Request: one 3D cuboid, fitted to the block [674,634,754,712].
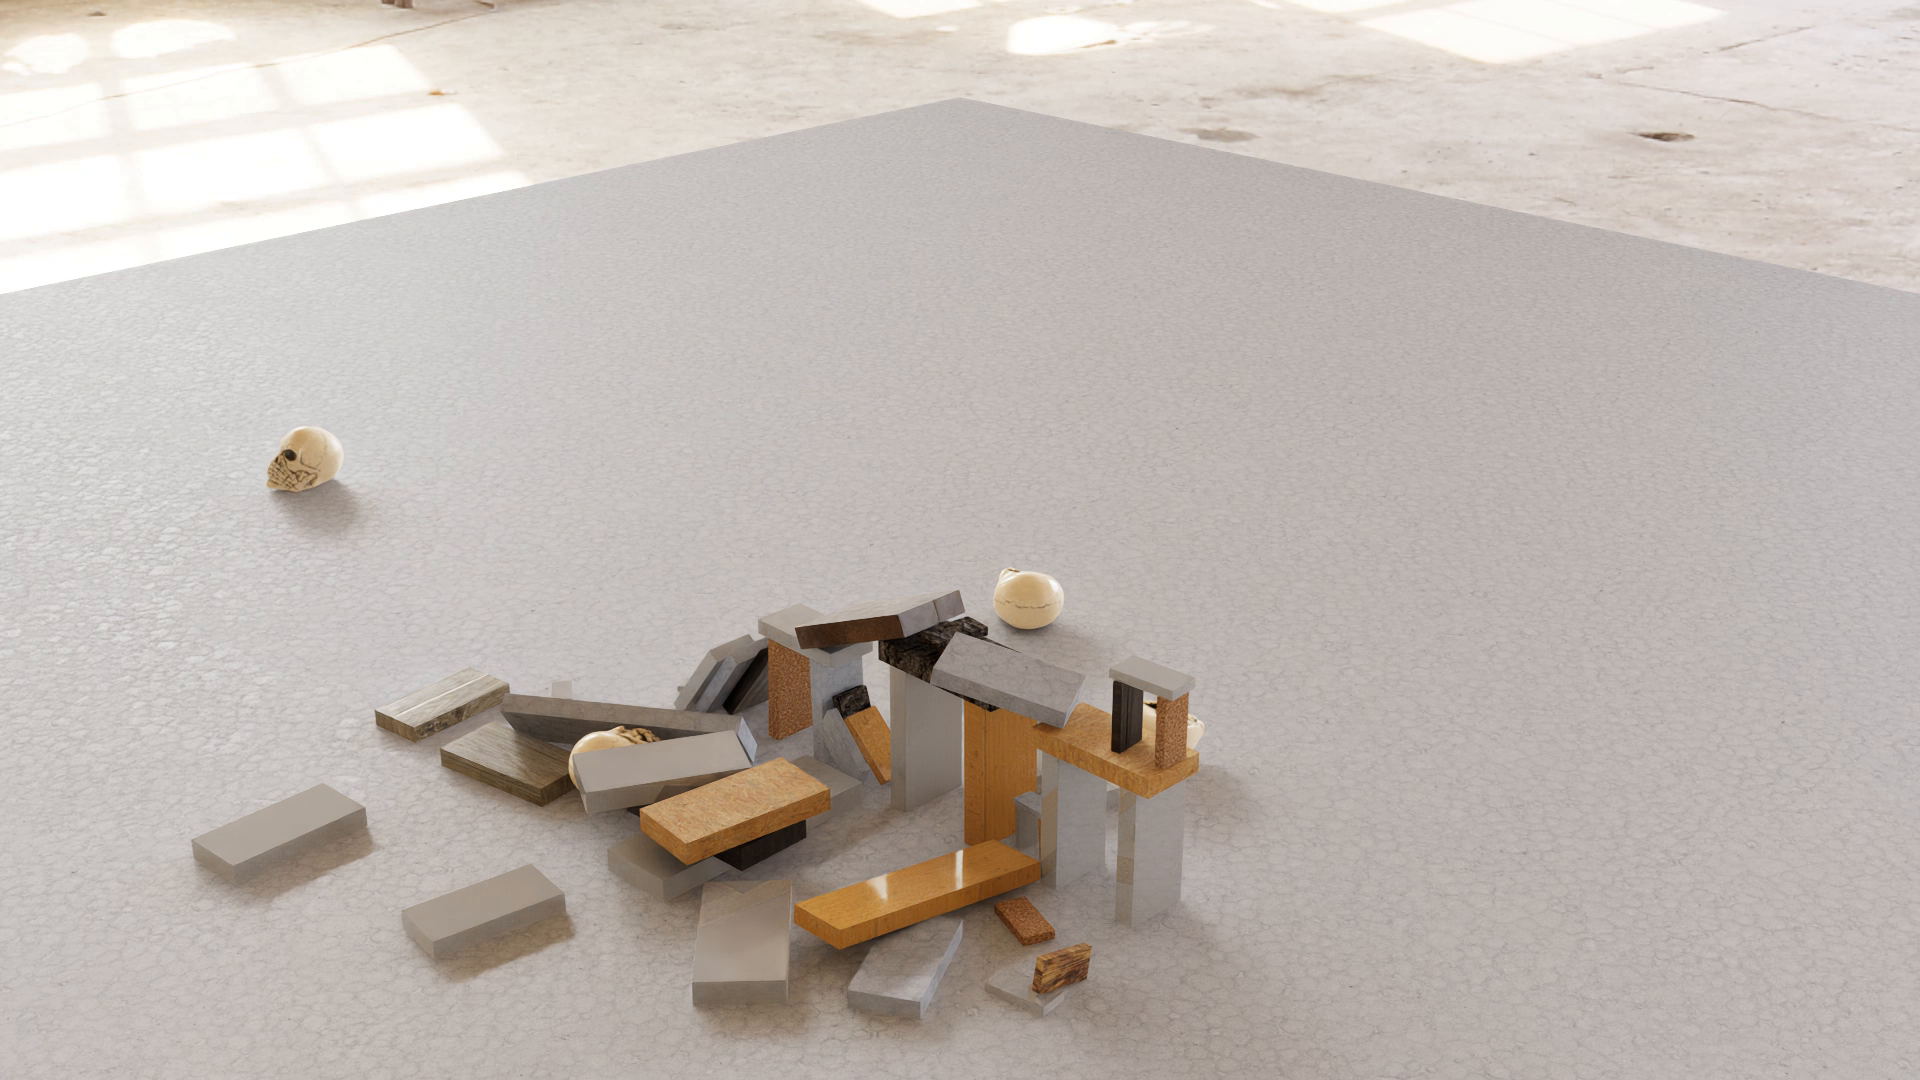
[{"bbox_3d":[-0.537,0.295,4.812,0.112,0.225,0.032,-23,70,-41],"label":"block"}]

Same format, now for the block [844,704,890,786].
[{"bbox_3d":[-0.171,0.428,4.595,0.078,0.022,0.157,-21,73,-40],"label":"block"}]

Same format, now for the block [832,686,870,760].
[{"bbox_3d":[-0.217,0.393,4.635,0.078,0.157,0.022,-21,14,-40],"label":"block"}]

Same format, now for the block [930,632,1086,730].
[{"bbox_3d":[0.092,0.264,4.165,0.266,0.038,0.133,18,34,11],"label":"block"}]

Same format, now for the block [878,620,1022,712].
[{"bbox_3d":[0.005,0.240,4.323,0.159,0.045,0.318,-21,31,-40],"label":"block"}]

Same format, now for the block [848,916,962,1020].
[{"bbox_3d":[-0.096,0.756,3.930,0.133,0.038,0.266,6,24,15],"label":"block"}]

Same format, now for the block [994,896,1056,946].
[{"bbox_3d":[0.119,0.706,4.074,0.063,0.018,0.127,-10,25,-22],"label":"block"}]

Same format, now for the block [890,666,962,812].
[{"bbox_3d":[-0.068,0.378,4.462,0.159,0.318,0.045,-21,31,-41],"label":"block"}]

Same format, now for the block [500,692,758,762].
[{"bbox_3d":[-0.698,0.397,4.643,0.521,0.149,0.042,5,63,11],"label":"block"}]

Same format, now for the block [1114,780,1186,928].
[{"bbox_3d":[0.353,0.562,4.070,0.040,0.285,0.143,21,31,40],"label":"block"}]

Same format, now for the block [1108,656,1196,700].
[{"bbox_3d":[0.346,0.248,3.955,0.141,0.020,0.071,19,29,37],"label":"block"}]

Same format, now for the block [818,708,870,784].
[{"bbox_3d":[-0.240,0.434,4.546,0.022,0.078,0.157,-14,60,-30],"label":"block"}]

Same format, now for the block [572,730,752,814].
[{"bbox_3d":[-0.593,0.459,4.374,0.329,0.047,0.164,-7,24,-17],"label":"block"}]

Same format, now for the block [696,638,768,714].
[{"bbox_3d":[-0.489,0.297,4.802,0.113,0.225,0.032,-23,70,-39],"label":"block"}]

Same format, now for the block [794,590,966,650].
[{"bbox_3d":[-0.165,0.162,4.463,0.169,0.048,0.338,-21,8,-41],"label":"block"}]

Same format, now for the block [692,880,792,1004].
[{"bbox_3d":[-0.392,0.726,3.990,0.164,0.047,0.329,-1,23,-2],"label":"block"}]

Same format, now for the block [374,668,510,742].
[{"bbox_3d":[-1.141,0.362,4.858,0.133,0.038,0.266,17,28,35],"label":"block"}]

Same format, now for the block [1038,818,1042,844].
[{"bbox_3d":[0.174,0.576,4.283,0.013,0.093,0.046,16,28,42],"label":"block"}]

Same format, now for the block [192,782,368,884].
[{"bbox_3d":[-1.342,0.577,4.346,0.149,0.042,0.298,19,29,37],"label":"block"}]

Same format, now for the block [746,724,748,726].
[{"bbox_3d":[-0.513,0.403,4.794,0.090,0.013,0.045,14,27,29],"label":"block"}]

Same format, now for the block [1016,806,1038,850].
[{"bbox_3d":[0.131,0.560,4.323,0.046,0.093,0.013,-15,27,-32],"label":"block"}]

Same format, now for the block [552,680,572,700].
[{"bbox_3d":[-0.894,0.343,4.937,0.045,0.013,0.090,-4,23,-8],"label":"block"}]

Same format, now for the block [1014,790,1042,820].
[{"bbox_3d":[0.151,0.518,4.284,0.046,0.013,0.093,-18,28,-35],"label":"block"}]

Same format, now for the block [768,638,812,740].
[{"bbox_3d":[-0.358,0.304,4.742,0.033,0.235,0.117,23,32,38],"label":"block"}]

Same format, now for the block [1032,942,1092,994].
[{"bbox_3d":[0.180,0.753,3.870,0.018,0.063,0.127,19,17,41],"label":"block"}]

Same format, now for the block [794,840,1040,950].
[{"bbox_3d":[-0.074,0.654,4.091,0.486,0.038,0.133,-12,21,-40],"label":"block"}]

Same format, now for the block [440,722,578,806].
[{"bbox_3d":[-0.929,0.467,4.606,0.298,0.042,0.149,16,28,33],"label":"block"}]

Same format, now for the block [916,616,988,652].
[{"bbox_3d":[-0.015,0.185,4.326,0.129,0.018,0.064,-16,28,-34],"label":"block"}]

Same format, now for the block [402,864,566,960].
[{"bbox_3d":[-0.885,0.689,4.089,0.266,0.038,0.133,-17,28,-34],"label":"block"}]

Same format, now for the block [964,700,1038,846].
[{"bbox_3d":[0.081,0.436,4.325,0.159,0.318,0.045,-21,31,-41],"label":"block"}]

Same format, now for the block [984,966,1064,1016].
[{"bbox_3d":[0.113,0.793,3.868,0.127,0.018,0.063,16,28,34],"label":"block"}]

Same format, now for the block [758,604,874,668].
[{"bbox_3d":[-0.306,0.201,4.641,0.117,0.033,0.235,-21,31,-40],"label":"block"}]

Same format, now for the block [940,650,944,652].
[{"bbox_3d":[0.020,0.219,4.292,0.064,0.018,0.129,-20,30,-38],"label":"block"}]

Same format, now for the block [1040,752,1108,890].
[{"bbox_3d":[0.218,0.511,4.191,0.040,0.285,0.143,21,31,40],"label":"block"}]

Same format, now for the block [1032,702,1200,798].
[{"bbox_3d":[0.285,0.387,4.067,0.285,0.040,0.143,21,31,40],"label":"block"}]

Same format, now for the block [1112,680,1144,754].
[{"bbox_3d":[0.306,0.312,4.011,0.020,0.141,0.071,17,29,35],"label":"block"}]

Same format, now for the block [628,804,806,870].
[{"bbox_3d":[-0.480,0.536,4.314,0.338,0.048,0.169,20,30,38],"label":"block"}]

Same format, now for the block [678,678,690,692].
[{"bbox_3d":[-0.587,0.332,4.961,0.090,0.013,0.045,8,24,18],"label":"block"}]

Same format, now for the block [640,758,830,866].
[{"bbox_3d":[-0.431,0.518,4.234,0.329,0.047,0.164,-17,29,-35],"label":"block"}]

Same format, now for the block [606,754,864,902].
[{"bbox_3d":[-0.439,0.566,4.366,0.169,0.048,0.521,20,30,39],"label":"block"}]

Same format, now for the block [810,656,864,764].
[{"bbox_3d":[-0.258,0.345,4.647,0.117,0.235,0.033,-21,29,-40],"label":"block"}]

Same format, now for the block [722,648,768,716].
[{"bbox_3d":[-0.428,0.296,4.808,0.112,0.225,0.032,-22,69,-42],"label":"block"}]

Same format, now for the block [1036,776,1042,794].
[{"bbox_3d":[0.121,0.513,4.471,0.129,0.064,0.018,-16,65,-32],"label":"block"}]

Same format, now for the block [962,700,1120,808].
[{"bbox_3d":[0.173,0.441,4.672,0.133,0.038,0.505,-11,25,-24],"label":"block"}]

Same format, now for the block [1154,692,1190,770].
[{"bbox_3d":[0.381,0.336,3.955,0.020,0.141,0.071,19,29,37],"label":"block"}]
